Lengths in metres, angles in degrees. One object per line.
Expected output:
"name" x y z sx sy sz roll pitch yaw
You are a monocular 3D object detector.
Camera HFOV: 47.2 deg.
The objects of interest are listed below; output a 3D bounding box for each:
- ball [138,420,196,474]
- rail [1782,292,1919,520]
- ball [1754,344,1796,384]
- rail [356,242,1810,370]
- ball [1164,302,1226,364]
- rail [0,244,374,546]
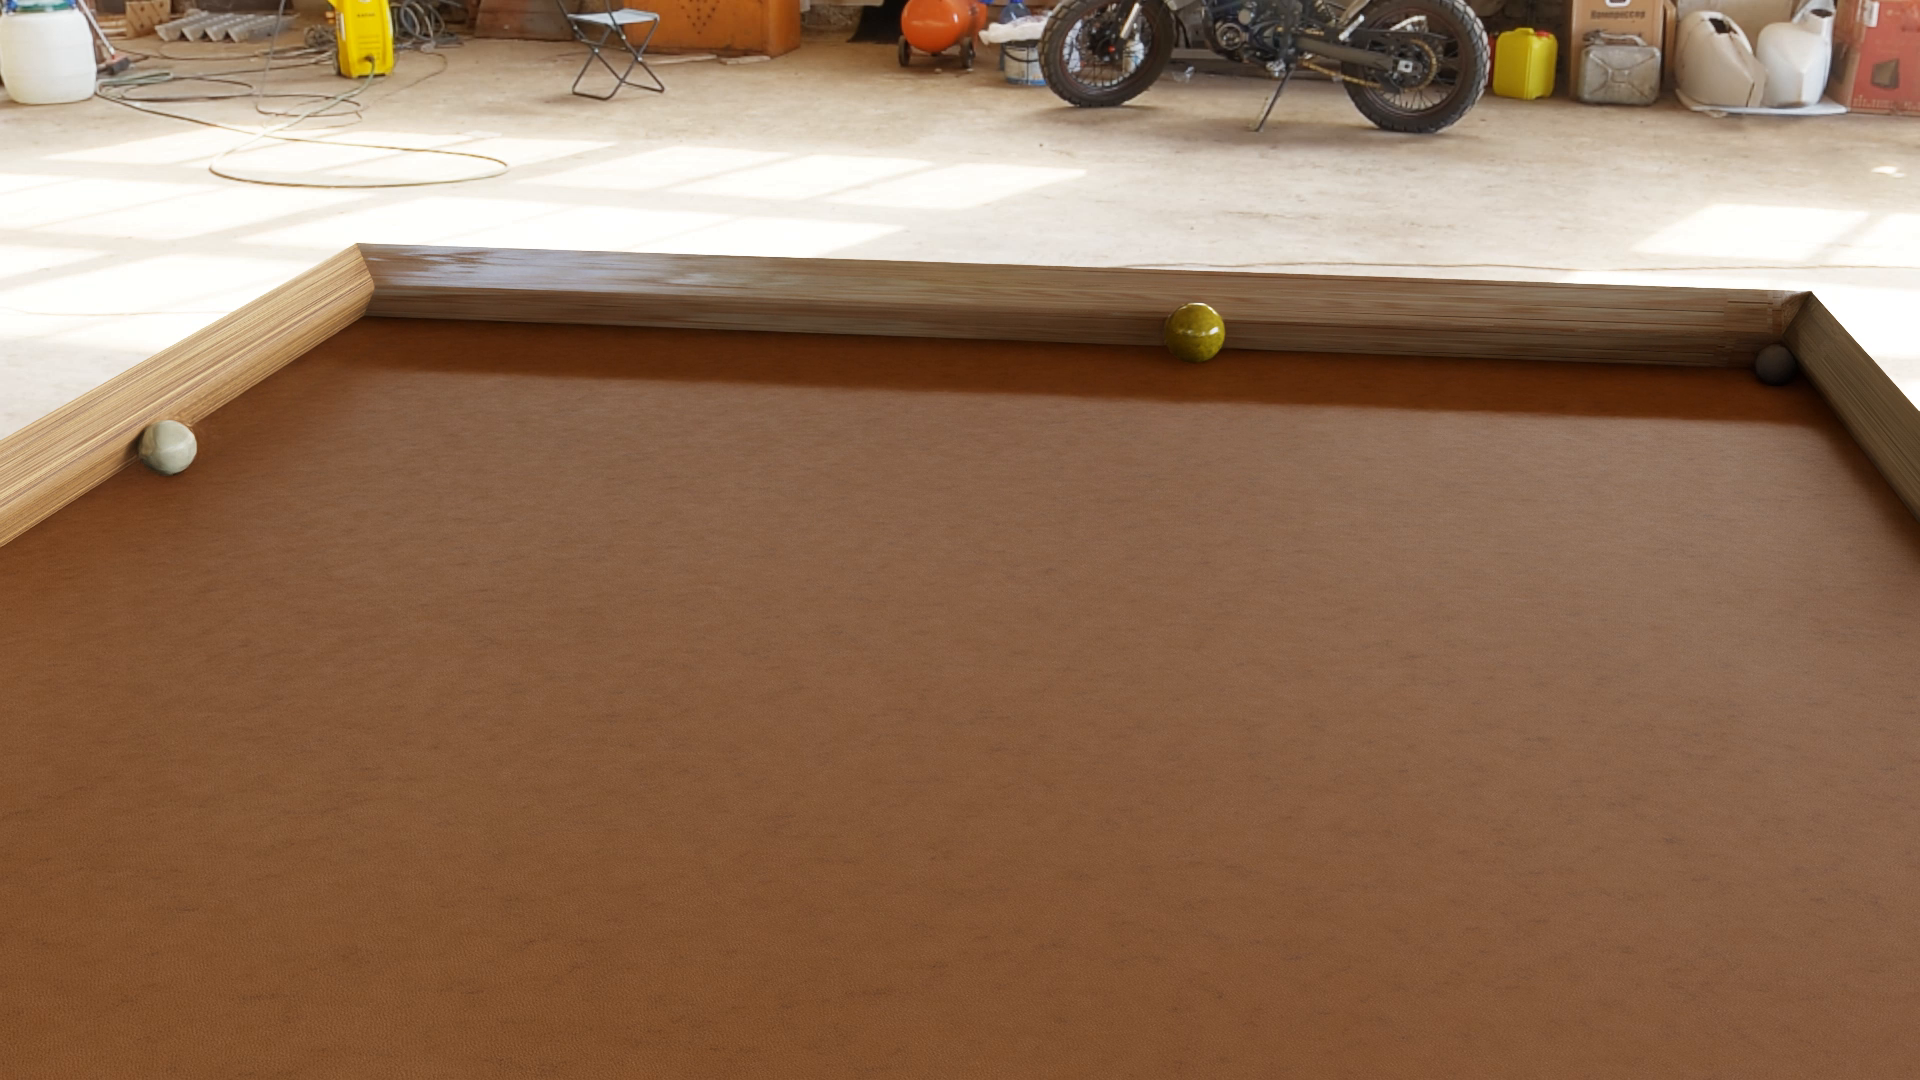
"ball" -1.067 -0.125 2.963 0.073 0.073 0.073 0 20 0
"rail" 0.999 0.398 1.483 0.045 0.125 4.199 3 21 8
"ball" 1.246 -0.268 3.364 0.061 0.061 0.061 0 20 0
"rail" 0.146 -0.377 3.563 2.367 0.125 0.045 3 21 8
"ball" 0.370 -0.327 3.473 0.096 0.096 0.096 0 20 0
"rail" -1.297 0.283 1.792 0.045 0.125 4.199 3 21 8
